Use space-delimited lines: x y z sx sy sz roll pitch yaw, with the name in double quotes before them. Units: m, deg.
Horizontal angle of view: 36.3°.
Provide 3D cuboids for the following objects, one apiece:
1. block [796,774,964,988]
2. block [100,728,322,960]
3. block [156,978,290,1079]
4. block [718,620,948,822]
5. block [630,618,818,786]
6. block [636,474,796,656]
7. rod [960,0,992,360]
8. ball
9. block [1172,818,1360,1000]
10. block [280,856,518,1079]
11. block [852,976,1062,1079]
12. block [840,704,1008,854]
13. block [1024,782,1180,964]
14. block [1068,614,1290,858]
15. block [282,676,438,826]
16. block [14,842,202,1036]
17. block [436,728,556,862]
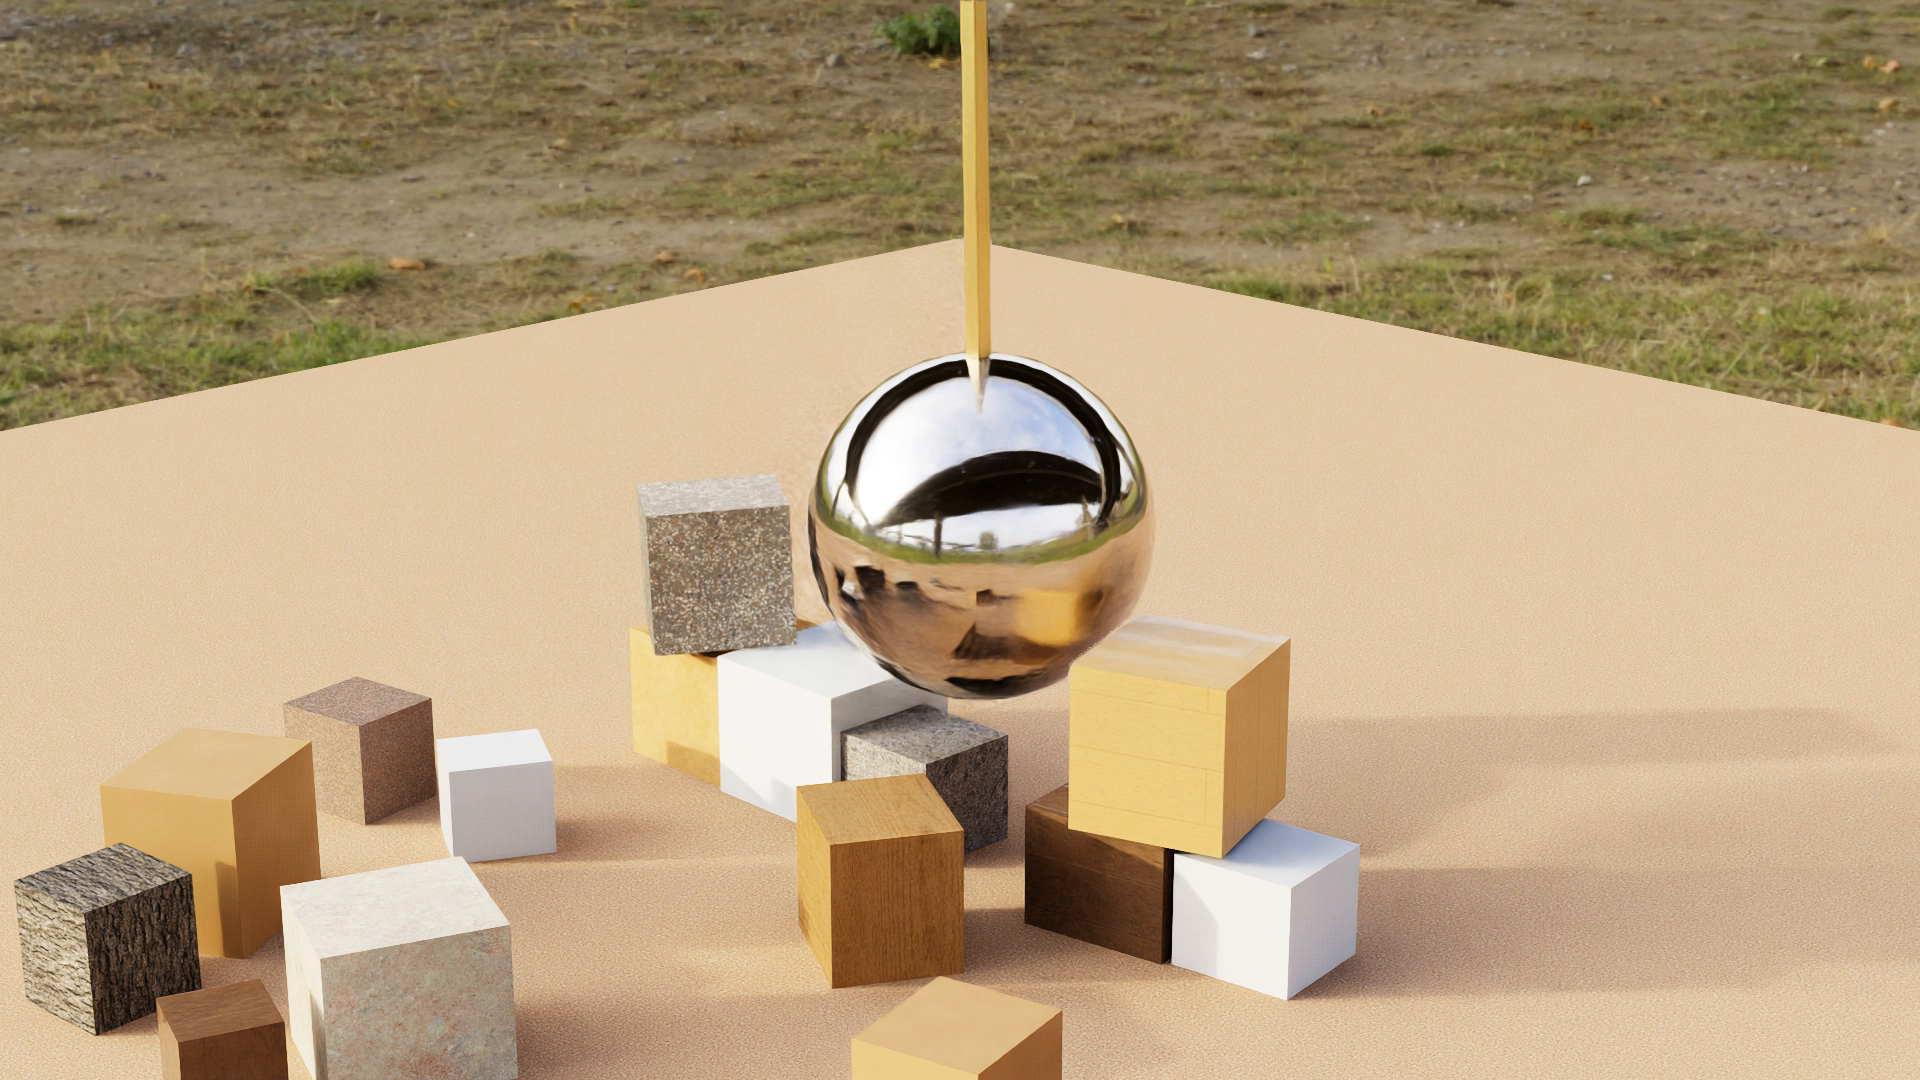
"block" -0.348 1.457 12.614 0.575 0.657 0.663 -5 18 -15
"block" -3.283 1.323 12.904 0.627 0.738 0.715 5 18 15
"block" -2.805 2.004 11.180 0.397 0.472 0.409 -8 19 -25
"block" -0.617 0.906 14.289 0.763 0.703 0.818 -16 24 -42
"block" -1.159 0.760 14.820 0.700 0.664 0.721 -17 24 -42
"block" -1.209 0.115 14.519 0.694 0.702 0.659 -5 15 -9
"rod" 0.042 -3.292 12.351 0.080 5.200 0.080 17 25 42
"ball" 0.097 -0.066 13.423 1.600 1.600 1.600 0 17 0
"block" 1.307 1.558 12.536 0.574 0.510 0.567 13 22 35
"block" -2.232 1.755 11.654 0.742 0.662 0.725 -8 19 -23
"block" -0.007 2.050 10.875 0.540 0.567 0.604 11 20 30
"block" -0.168 1.154 13.804 0.536 0.522 0.577 -16 24 -42
"block" 0.753 1.415 12.908 0.713 0.561 0.614 12 21 34
"block" 0.947 0.827 12.603 0.703 0.743 0.751 9 19 25
"block" -2.914 1.019 14.255 0.527 0.508 0.475 12 21 34
"block" -3.537 1.650 12.183 0.498 0.546 0.519 14 22 38
"block" -2.176 1.200 13.760 0.478 0.460 0.427 -5 18 -16
